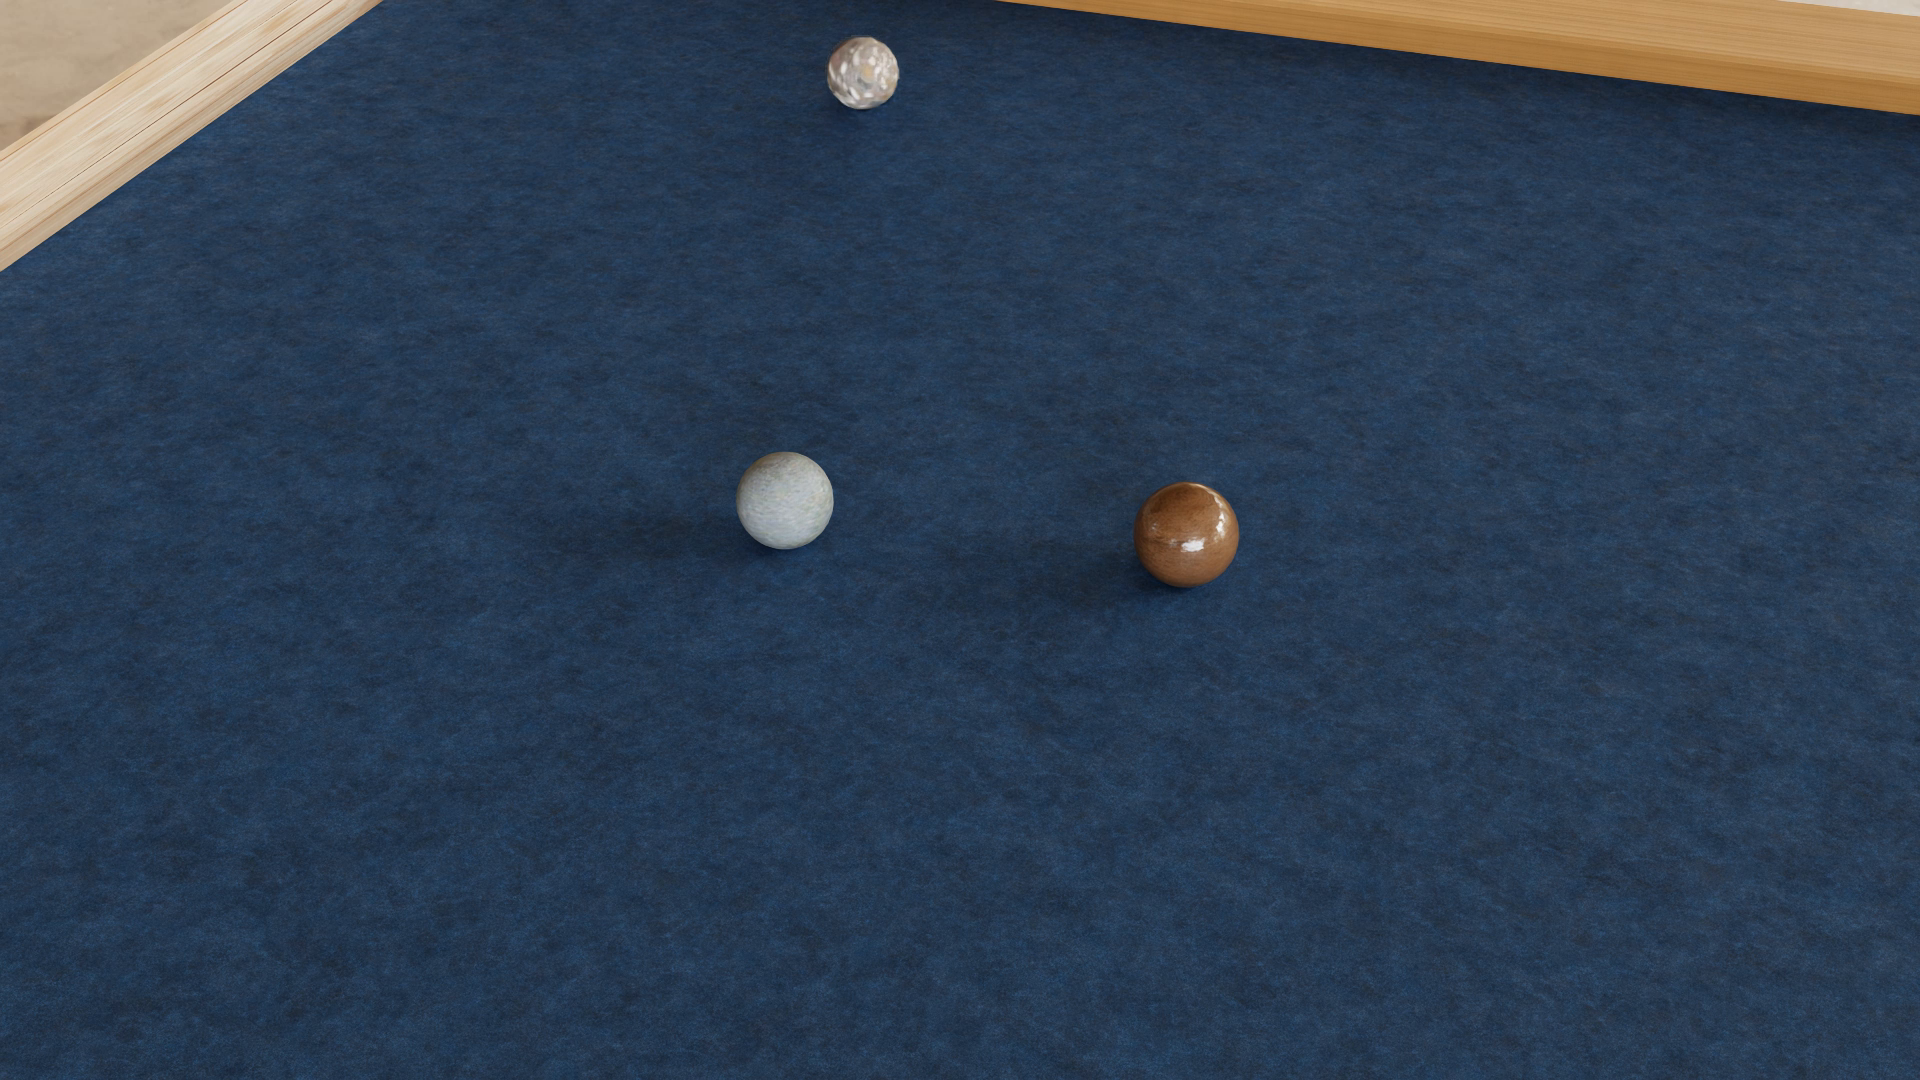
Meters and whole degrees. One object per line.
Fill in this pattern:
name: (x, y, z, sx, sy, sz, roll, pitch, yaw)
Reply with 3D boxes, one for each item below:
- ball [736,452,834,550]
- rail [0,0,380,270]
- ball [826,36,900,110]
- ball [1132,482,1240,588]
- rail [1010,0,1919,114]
ball: (-0.142, -0.032, 2.077, 0.079, 0.079, 0.079, 0, 33, 0)
rail: (-0.981, -0.197, 2.300, 0.045, 0.110, 2.389, 10, 35, 15)
ball: (-0.106, -0.511, 2.809, 0.079, 0.079, 0.079, 0, 33, 0)
ball: (0.179, -0.004, 2.031, 0.084, 0.084, 0.084, 0, 33, 0)
rail: (1.376, -0.440, 2.671, 4.233, 0.110, 0.045, 10, 35, 15)
